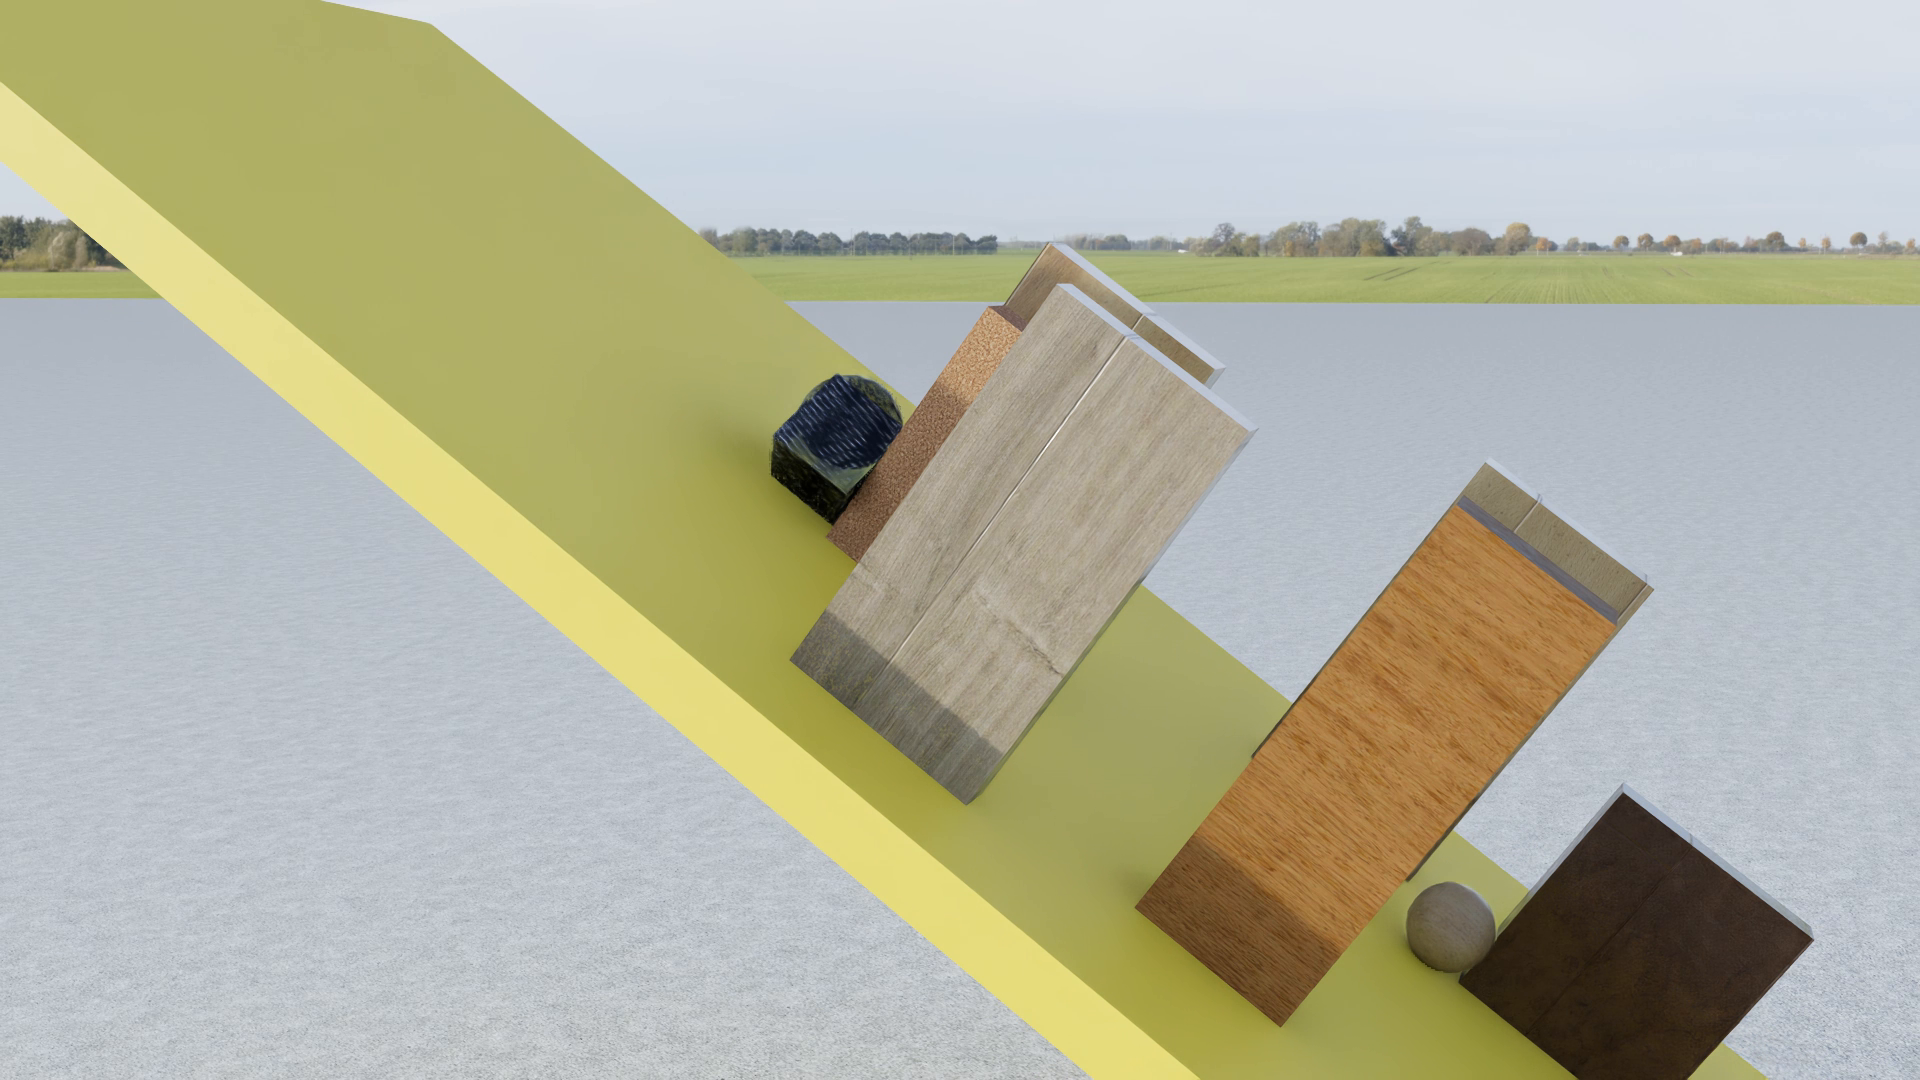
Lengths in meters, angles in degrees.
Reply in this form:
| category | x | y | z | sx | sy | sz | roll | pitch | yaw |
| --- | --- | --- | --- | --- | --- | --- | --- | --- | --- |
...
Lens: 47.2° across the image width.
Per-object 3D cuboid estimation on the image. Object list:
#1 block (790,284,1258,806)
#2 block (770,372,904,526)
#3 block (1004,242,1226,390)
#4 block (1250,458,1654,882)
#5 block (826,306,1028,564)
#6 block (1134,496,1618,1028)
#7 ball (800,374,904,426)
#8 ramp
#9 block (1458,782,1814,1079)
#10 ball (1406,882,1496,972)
| category | x | y | z | sx | sy | sz | roll | pitch | yaw |
| --- | --- | --- | --- | --- | --- | --- | --- | --- | --- |
| block | 0.086 | 0.010 | 3.244 | 0.347 | 0.702 | 0.084 | 39 | 16 | 9 |
| block | -0.218 | -0.156 | 3.952 | 0.168 | 0.168 | 0.168 | 39 | -22 | 10 |
| block | 0.225 | -0.288 | 4.714 | 0.444 | 0.534 | 0.136 | 39 | 16 | 9 |
| block | 0.954 | 0.254 | 4.291 | 0.390 | 0.741 | 0.130 | 39 | 16 | 9 |
| block | 0.081 | -0.081 | 3.858 | 0.417 | 0.509 | 0.109 | 39 | 16 | 9 |
| block | 0.614 | 0.331 | 3.279 | 0.279 | 0.780 | 0.148 | 39 | 16 | 9 |
| ball | -0.211 | -0.212 | 4.189 | 0.205 | 0.205 | 0.205 | 0 | 7 | 0 |
| ramp | -0.066 | 0.129 | 4.070 | 4.000 | 0.100 | 2.000 | 39 | 16 | 9 |
| block | 1.197 | 0.739 | 3.915 | 0.402 | 0.460 | 0.082 | 39 | 16 | 9 |
| ball | 0.880 | 0.693 | 3.945 | 0.158 | 0.158 | 0.158 | 0 | 7 | 0 |
